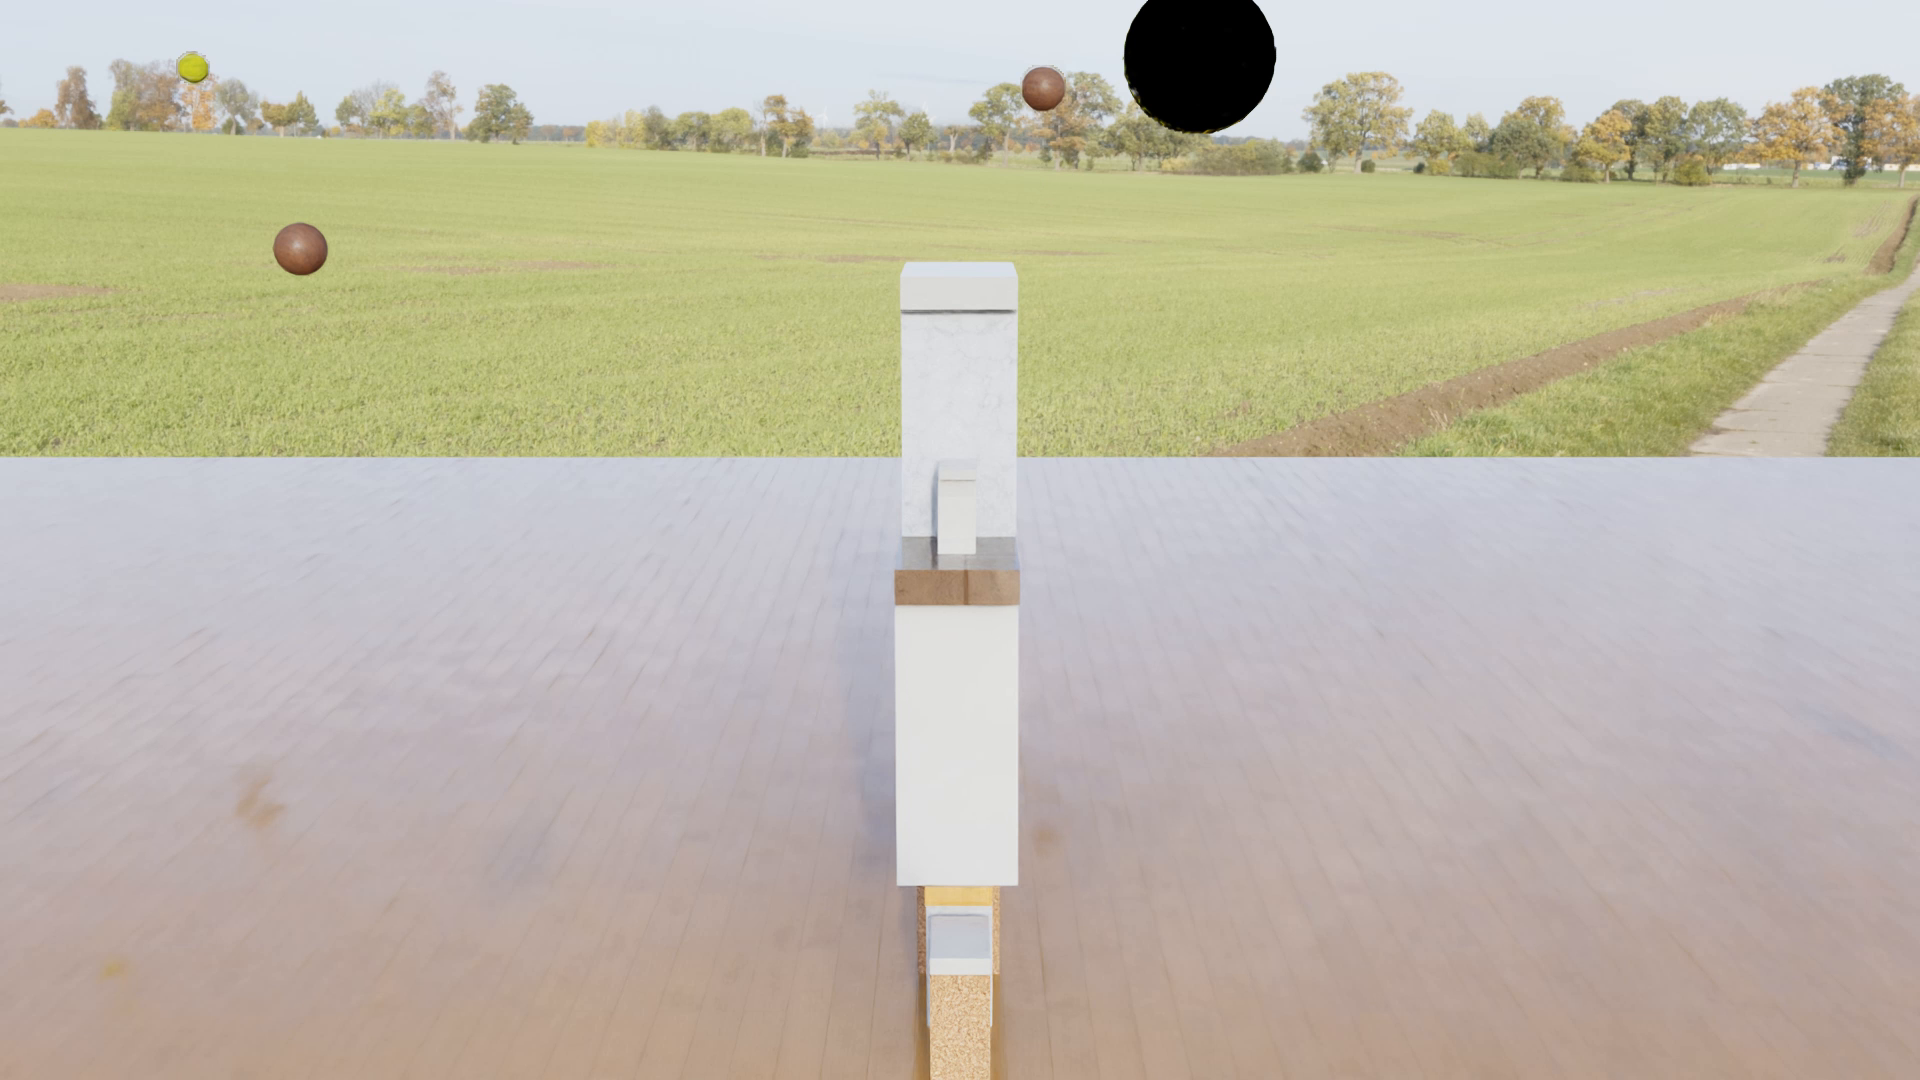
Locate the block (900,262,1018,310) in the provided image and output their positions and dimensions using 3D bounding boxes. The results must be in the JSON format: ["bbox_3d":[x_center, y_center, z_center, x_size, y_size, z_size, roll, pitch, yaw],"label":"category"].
[{"bbox_3d":[-0.001,-0.380,3.274,0.166,0.047,0.333,0,11,0],"label":"block"}]

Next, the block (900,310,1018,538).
[{"bbox_3d":[-0.001,-0.172,3.198,0.167,0.333,0.047,0,10,1],"label":"block"}]

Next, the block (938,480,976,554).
[{"bbox_3d":[-0.005,-0.034,3.074,0.053,0.105,0.015,0,9,0],"label":"block"}]

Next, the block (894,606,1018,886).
[{"bbox_3d":[-0.004,0.278,3.063,0.169,0.408,0.048,0,11,0],"label":"block"}]

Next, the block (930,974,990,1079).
[{"bbox_3d":[0.000,0.646,2.933,0.080,0.159,0.023,0,11,0],"label":"block"}]

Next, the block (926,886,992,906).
[{"bbox_3d":[-0.001,0.481,3.162,0.093,0.026,0.186,0,11,1],"label":"block"}]

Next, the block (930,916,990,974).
[{"bbox_3d":[0.000,0.546,2.969,0.080,0.023,0.159,0,11,0],"label":"block"}]

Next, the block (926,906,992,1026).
[{"bbox_3d":[-0.001,0.597,3.121,0.093,0.186,0.026,0,11,0],"label":"block"}]

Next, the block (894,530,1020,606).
[{"bbox_3d":[-0.003,0.034,3.132,0.169,0.048,0.338,0,10,0],"label":"block"}]

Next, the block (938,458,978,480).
[{"bbox_3d":[-0.002,-0.100,3.100,0.053,0.015,0.105,0,11,1],"label":"block"}]

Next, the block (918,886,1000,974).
[{"bbox_3d":[-0.002,0.530,3.313,0.124,0.247,0.035,0,10,0],"label":"block"}]
